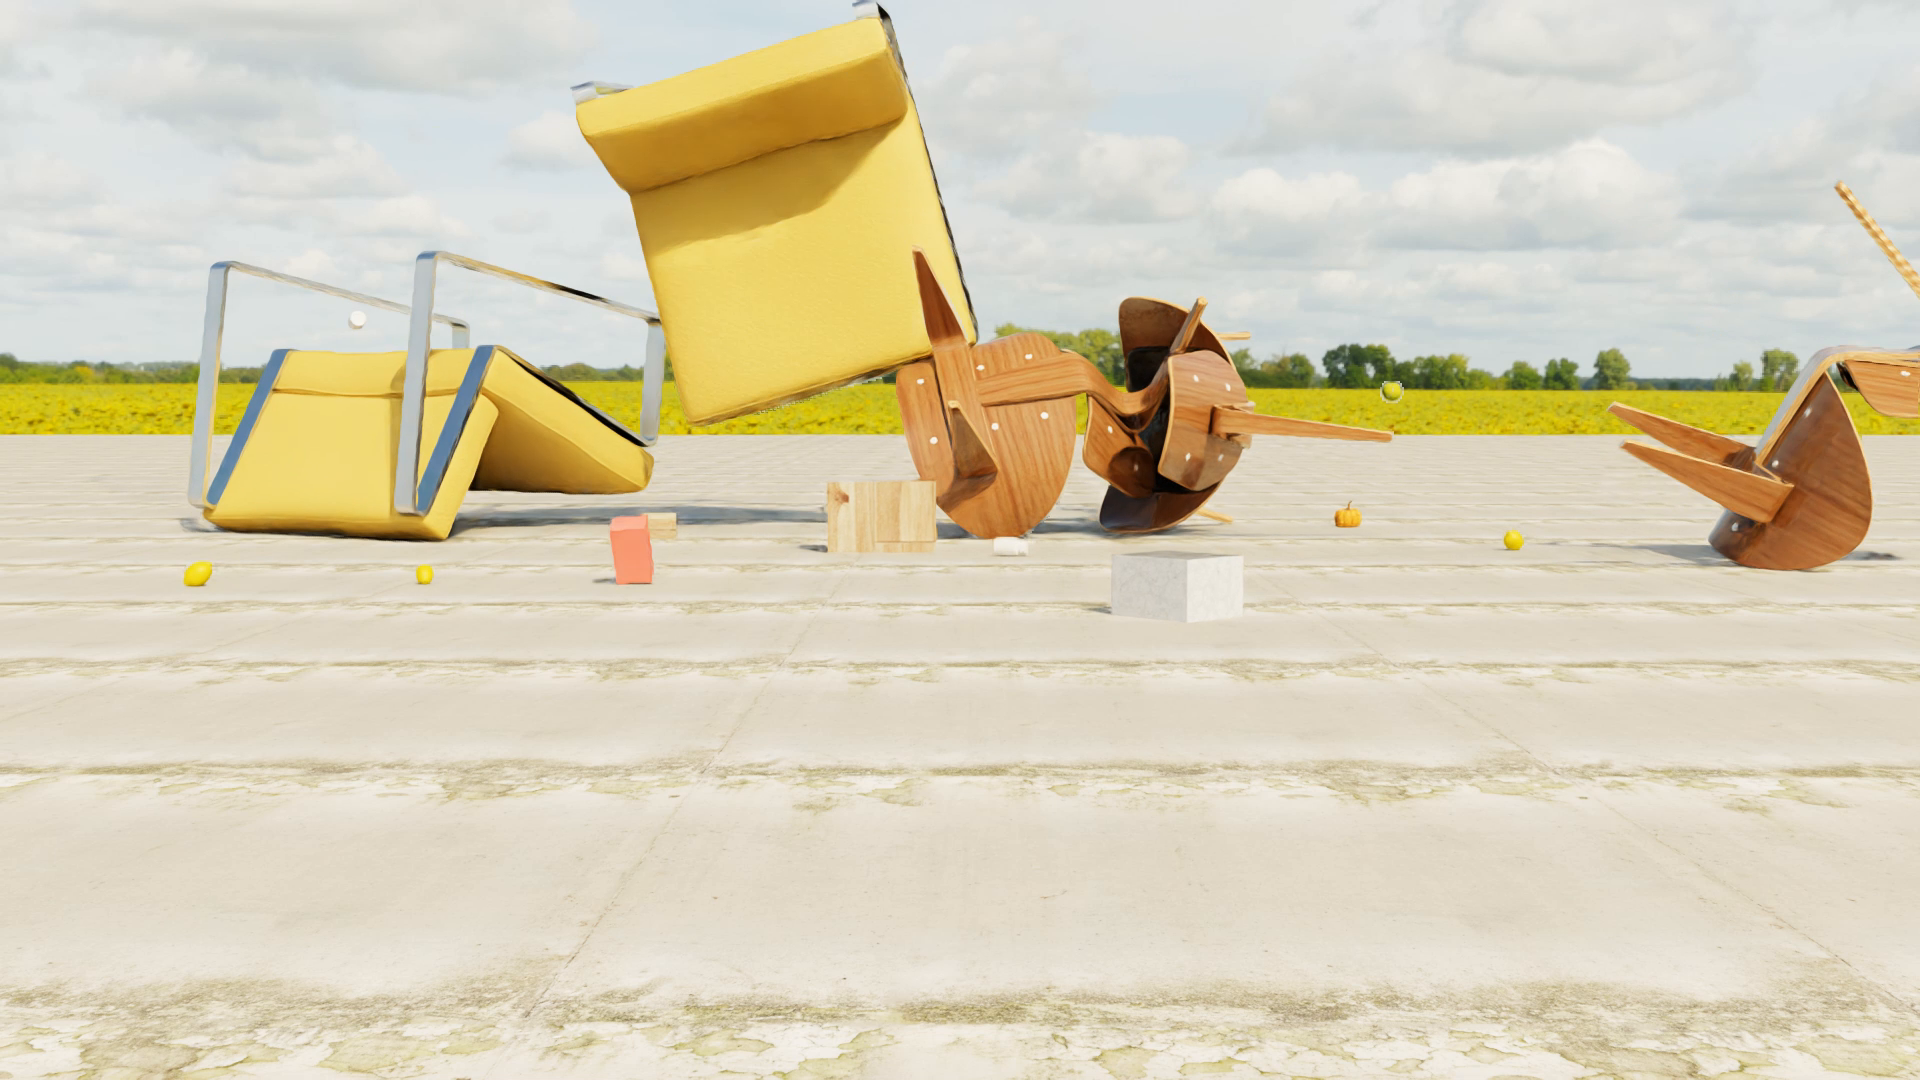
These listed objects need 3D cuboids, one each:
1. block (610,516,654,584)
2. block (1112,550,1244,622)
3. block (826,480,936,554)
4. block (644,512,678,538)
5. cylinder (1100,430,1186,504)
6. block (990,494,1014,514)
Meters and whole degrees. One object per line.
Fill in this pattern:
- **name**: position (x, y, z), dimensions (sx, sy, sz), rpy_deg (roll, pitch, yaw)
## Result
- **block**: position (-0.754, 0.023, 5.057), dimensions (0.079, 0.134, 0.077), rpy_deg (-5, 23, -2)
- **block**: position (0.430, 0.090, 4.351), dimensions (0.170, 0.121, 0.195), rpy_deg (-4, 5, -44)
- **block**: position (-0.217, -0.066, 6.085), dimensions (0.298, 0.195, 0.141), rpy_deg (0, 4, -2)
- **block**: position (-0.903, -0.044, 6.628), dimensions (0.097, 0.076, 0.074), rpy_deg (0, 4, -6)
- **cylinder**: position (0.663, -0.263, 7.937), dimensions (0.250, 0.131, 0.279), rpy_deg (11, -27, 31)
- **block**: position (0.154, -0.129, 7.944), dimensions (0.068, 0.066, 0.058), rpy_deg (-1, 4, -20)
